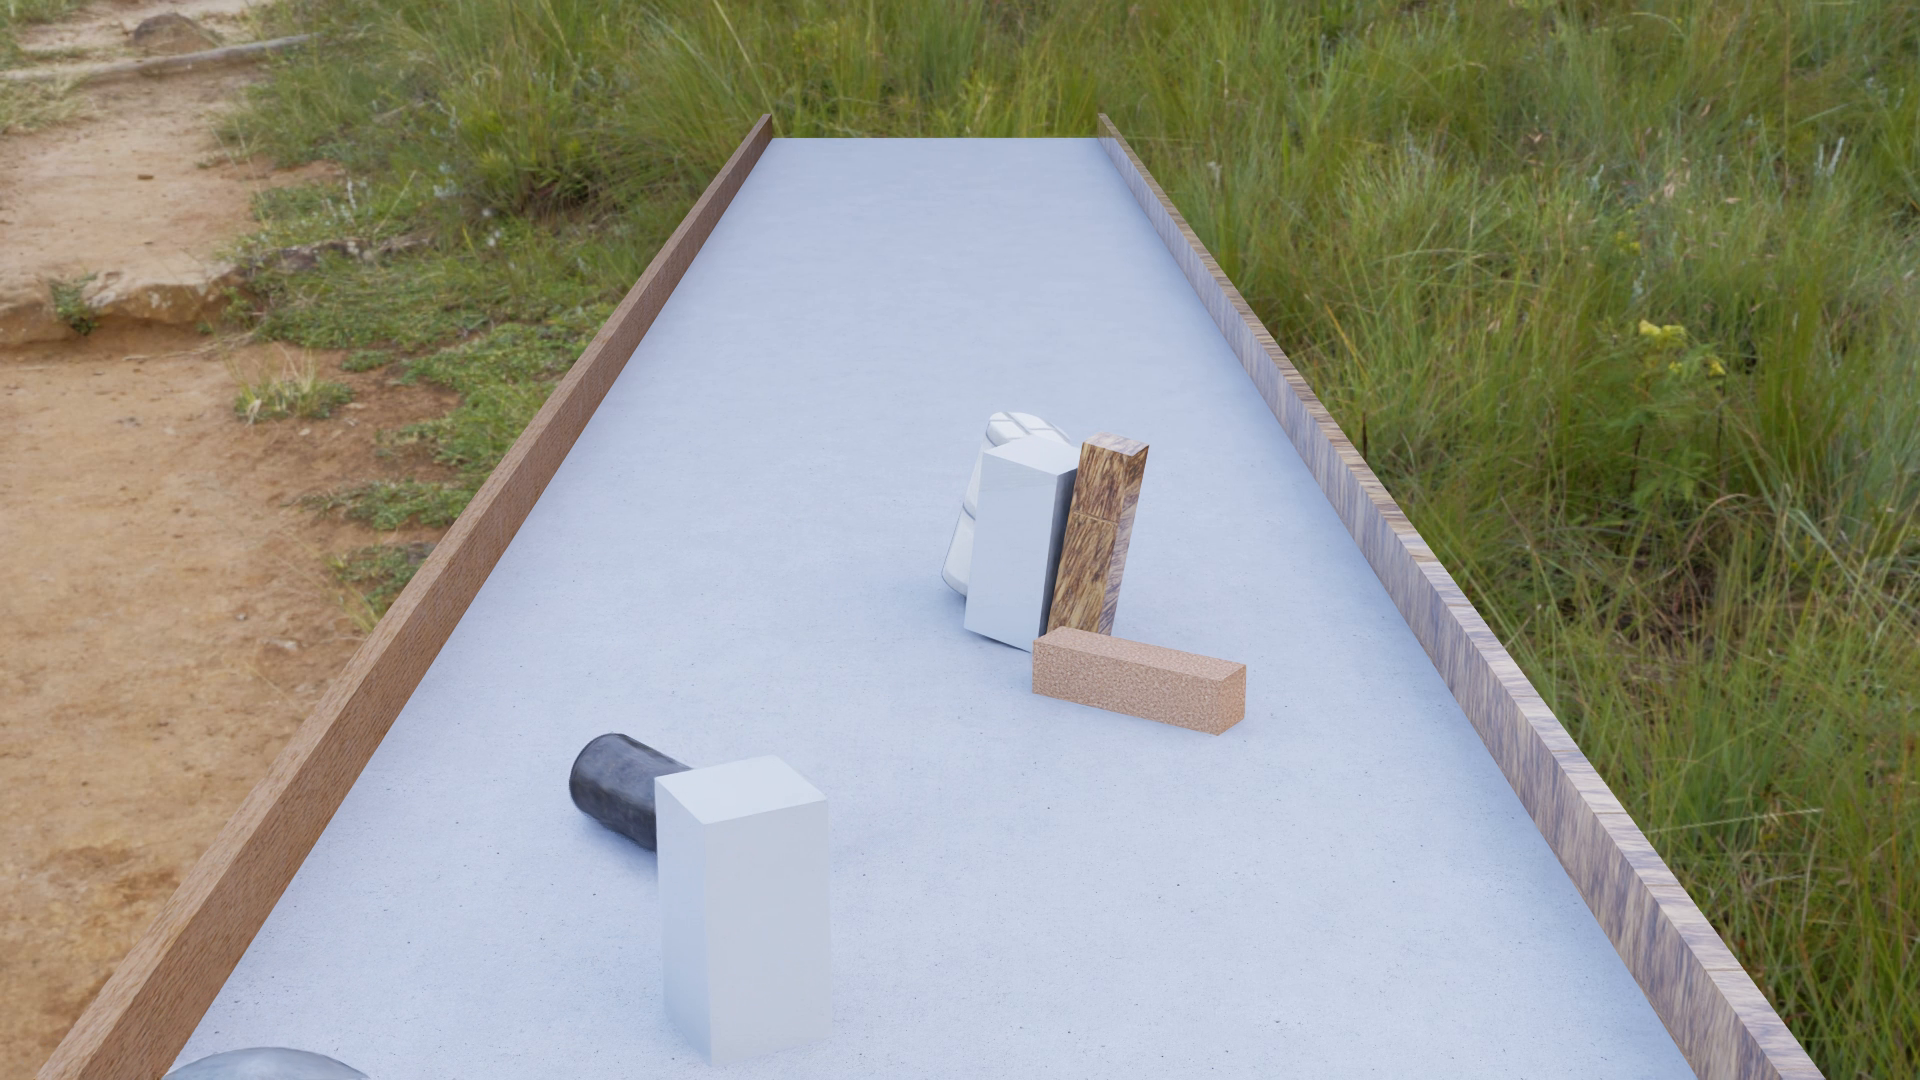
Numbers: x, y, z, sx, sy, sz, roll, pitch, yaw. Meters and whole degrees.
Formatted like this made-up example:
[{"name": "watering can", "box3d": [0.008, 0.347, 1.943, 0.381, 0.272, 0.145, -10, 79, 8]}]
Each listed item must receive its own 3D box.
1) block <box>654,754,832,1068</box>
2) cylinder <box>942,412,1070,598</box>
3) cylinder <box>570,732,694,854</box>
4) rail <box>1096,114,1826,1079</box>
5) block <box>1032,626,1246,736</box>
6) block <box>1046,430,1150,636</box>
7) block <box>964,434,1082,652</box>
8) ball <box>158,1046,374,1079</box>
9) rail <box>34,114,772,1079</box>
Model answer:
[{"name": "block", "box3d": [-0.290, 0.494, 2.956, 0.175, 0.347, 0.175, -9, 19, -27]}, {"name": "cylinder", "box3d": [0.097, -0.068, 4.727, 0.179, 0.377, 0.179, 14, 26, -7]}, {"name": "cylinder", "box3d": [-0.467, 0.430, 3.528, 0.145, 0.145, 0.367, -14, 22, -39]}, {"name": "rail", "box3d": [0.932, -0.844, 7.801, 0.050, 0.150, 12.000, 0, 17, -1]}, {"name": "block", "box3d": [0.335, 0.263, 4.156, 0.400, 0.107, 0.107, 11, 20, 32]}, {"name": "block", "box3d": [0.270, 0.016, 4.376, 0.103, 0.444, 0.103, 17, 22, 19]}, {"name": "block", "box3d": [0.151, 0.006, 4.499, 0.179, 0.384, 0.179, 19, 24, 31]}, {"name": "ball", "box3d": [-0.709, 0.701, 2.214, 0.373, 0.373, 0.373, 0, 17, 0]}, {"name": "rail", "box3d": [-1.118, -0.838, 7.780, 0.050, 0.150, 12.000, 0, 17, -1]}]
